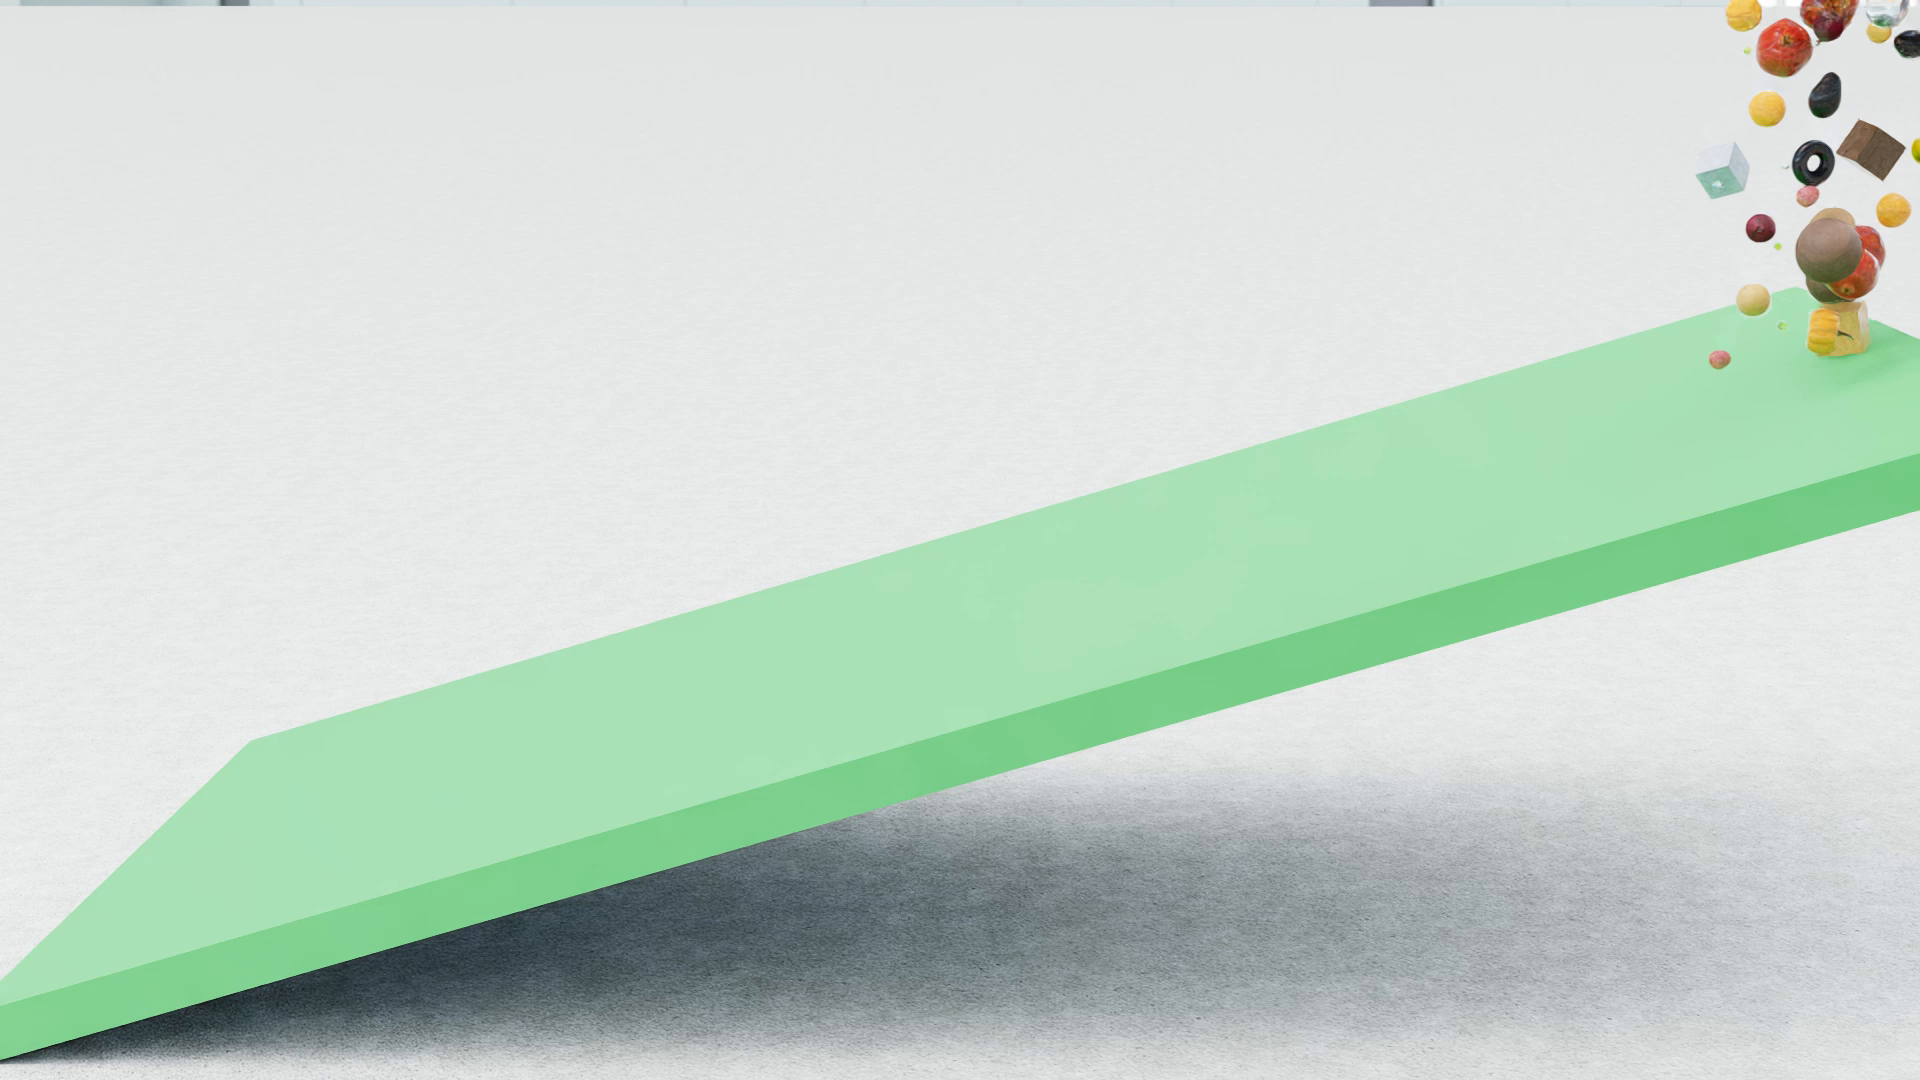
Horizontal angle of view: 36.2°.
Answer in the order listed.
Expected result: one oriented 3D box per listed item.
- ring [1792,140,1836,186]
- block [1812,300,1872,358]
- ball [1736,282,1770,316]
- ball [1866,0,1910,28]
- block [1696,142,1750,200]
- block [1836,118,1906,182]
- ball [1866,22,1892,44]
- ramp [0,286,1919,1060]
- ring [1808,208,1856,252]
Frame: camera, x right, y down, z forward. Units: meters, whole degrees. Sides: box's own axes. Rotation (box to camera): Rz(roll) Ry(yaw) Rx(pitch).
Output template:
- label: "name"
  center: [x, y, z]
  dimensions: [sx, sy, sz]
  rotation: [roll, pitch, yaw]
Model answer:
- label: "ring"
  center: [1.788, -0.789, 6.160]
  dimensions: [0.098, 0.098, 0.033]
  rotation: [-3, 15, -15]
- label: "block"
  center: [1.853, -0.444, 6.180]
  dimensions: [0.092, 0.092, 0.092]
  rotation: [-3, 16, 29]
- label: "ball"
  center: [1.569, -0.475, 5.817]
  dimensions: [0.067, 0.067, 0.067]
  rotation: [0, 11, 0]
- label: "ball"
  center: [1.822, -1.047, 5.776]
  dimensions: [0.084, 0.084, 0.084]
  rotation: [0, 11, 0]
- label: "block"
  center: [1.611, -0.780, 6.210]
  dimensions: [0.077, 0.077, 0.077]
  rotation: [-13, 42, 40]
- label: "block"
  center: [1.824, -0.781, 5.890]
  dimensions: [0.080, 0.080, 0.080]
  rotation: [29, 11, -21]
- label: "ball"
  center: [1.868, -1.035, 5.977]
  dimensions: [0.051, 0.051, 0.051]
  rotation: [0, 11, 0]
- label: "ramp"
  center: [0.094, 0.185, 6.316]
  dimensions: [4.000, 0.100, 2.000]
  rotation: [-16, 10, 5]
- label: "ring"
  center: [1.828, -0.650, 6.163]
  dimensions: [0.098, 0.098, 0.033]
  rotation: [6, -10, 27]
